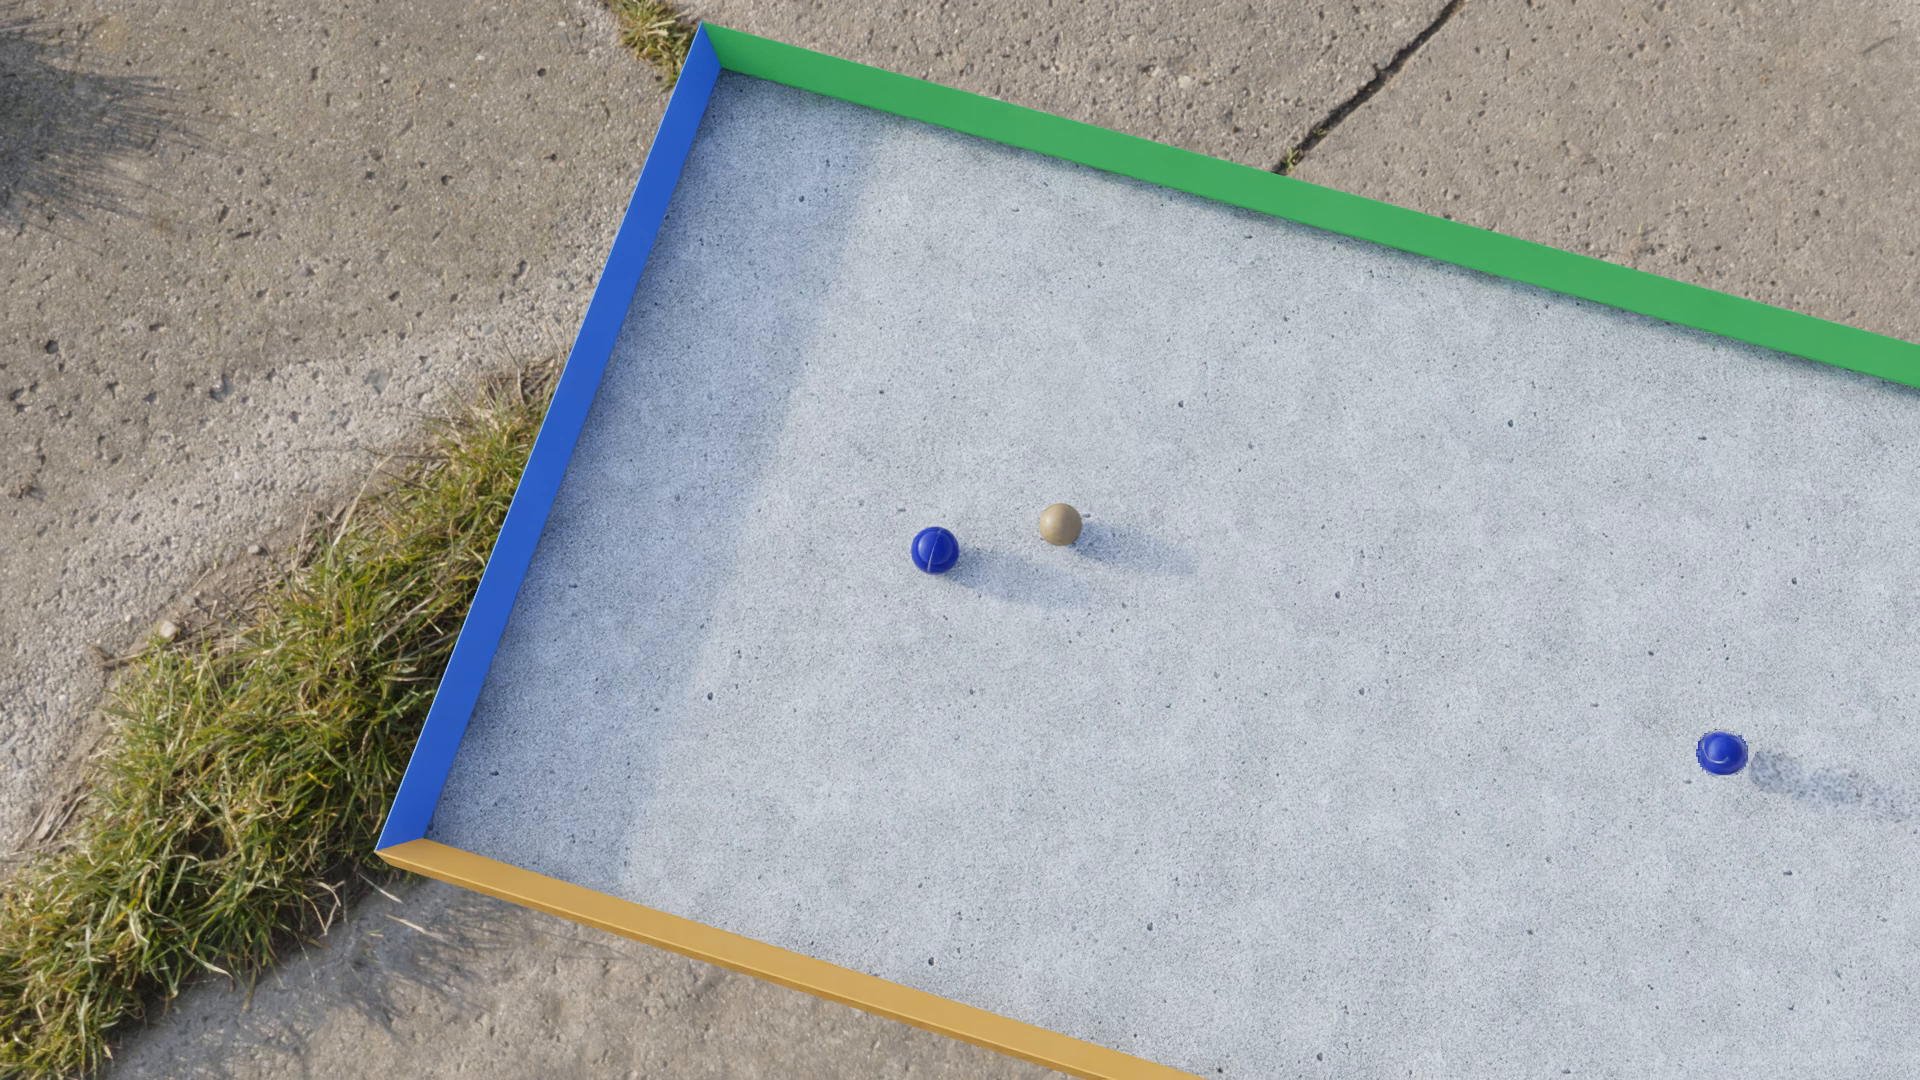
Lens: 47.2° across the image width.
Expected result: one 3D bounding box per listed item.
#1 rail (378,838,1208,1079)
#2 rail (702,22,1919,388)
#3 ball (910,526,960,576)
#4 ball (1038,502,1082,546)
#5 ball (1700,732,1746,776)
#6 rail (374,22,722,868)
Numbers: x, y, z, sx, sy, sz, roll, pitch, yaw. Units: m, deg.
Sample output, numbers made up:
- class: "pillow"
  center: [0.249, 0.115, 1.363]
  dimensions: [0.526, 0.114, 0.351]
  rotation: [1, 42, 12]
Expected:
- class: "rail"
  center: [0.437, 0.816, 3.123]
  dimensions: [2.680, 0.100, 0.045]
  rotation: [16, 72, 5]
- class: "rail"
  center: [0.845, -0.458, 3.564]
  dimensions: [2.680, 0.100, 0.045]
  rotation: [16, 72, 5]
- class: "ball"
  center: [-0.038, 0.017, 3.413]
  dimensions: [0.077, 0.077, 0.077]
  rotation: [0, 71, 0]
- class: "ball"
  center: [0.157, -0.024, 3.432]
  dimensions: [0.068, 0.068, 0.068]
  rotation: [0, 71, 0]
- class: "ball"
  center: [1.149, 0.322, 3.312]
  dimensions: [0.068, 0.068, 0.068]
  rotation: [0, 71, 0]
- class: "rail"
  center: [-0.619, -0.182, 3.469]
  dimensions: [0.045, 0.100, 1.456]
  rotation: [16, 72, 5]
